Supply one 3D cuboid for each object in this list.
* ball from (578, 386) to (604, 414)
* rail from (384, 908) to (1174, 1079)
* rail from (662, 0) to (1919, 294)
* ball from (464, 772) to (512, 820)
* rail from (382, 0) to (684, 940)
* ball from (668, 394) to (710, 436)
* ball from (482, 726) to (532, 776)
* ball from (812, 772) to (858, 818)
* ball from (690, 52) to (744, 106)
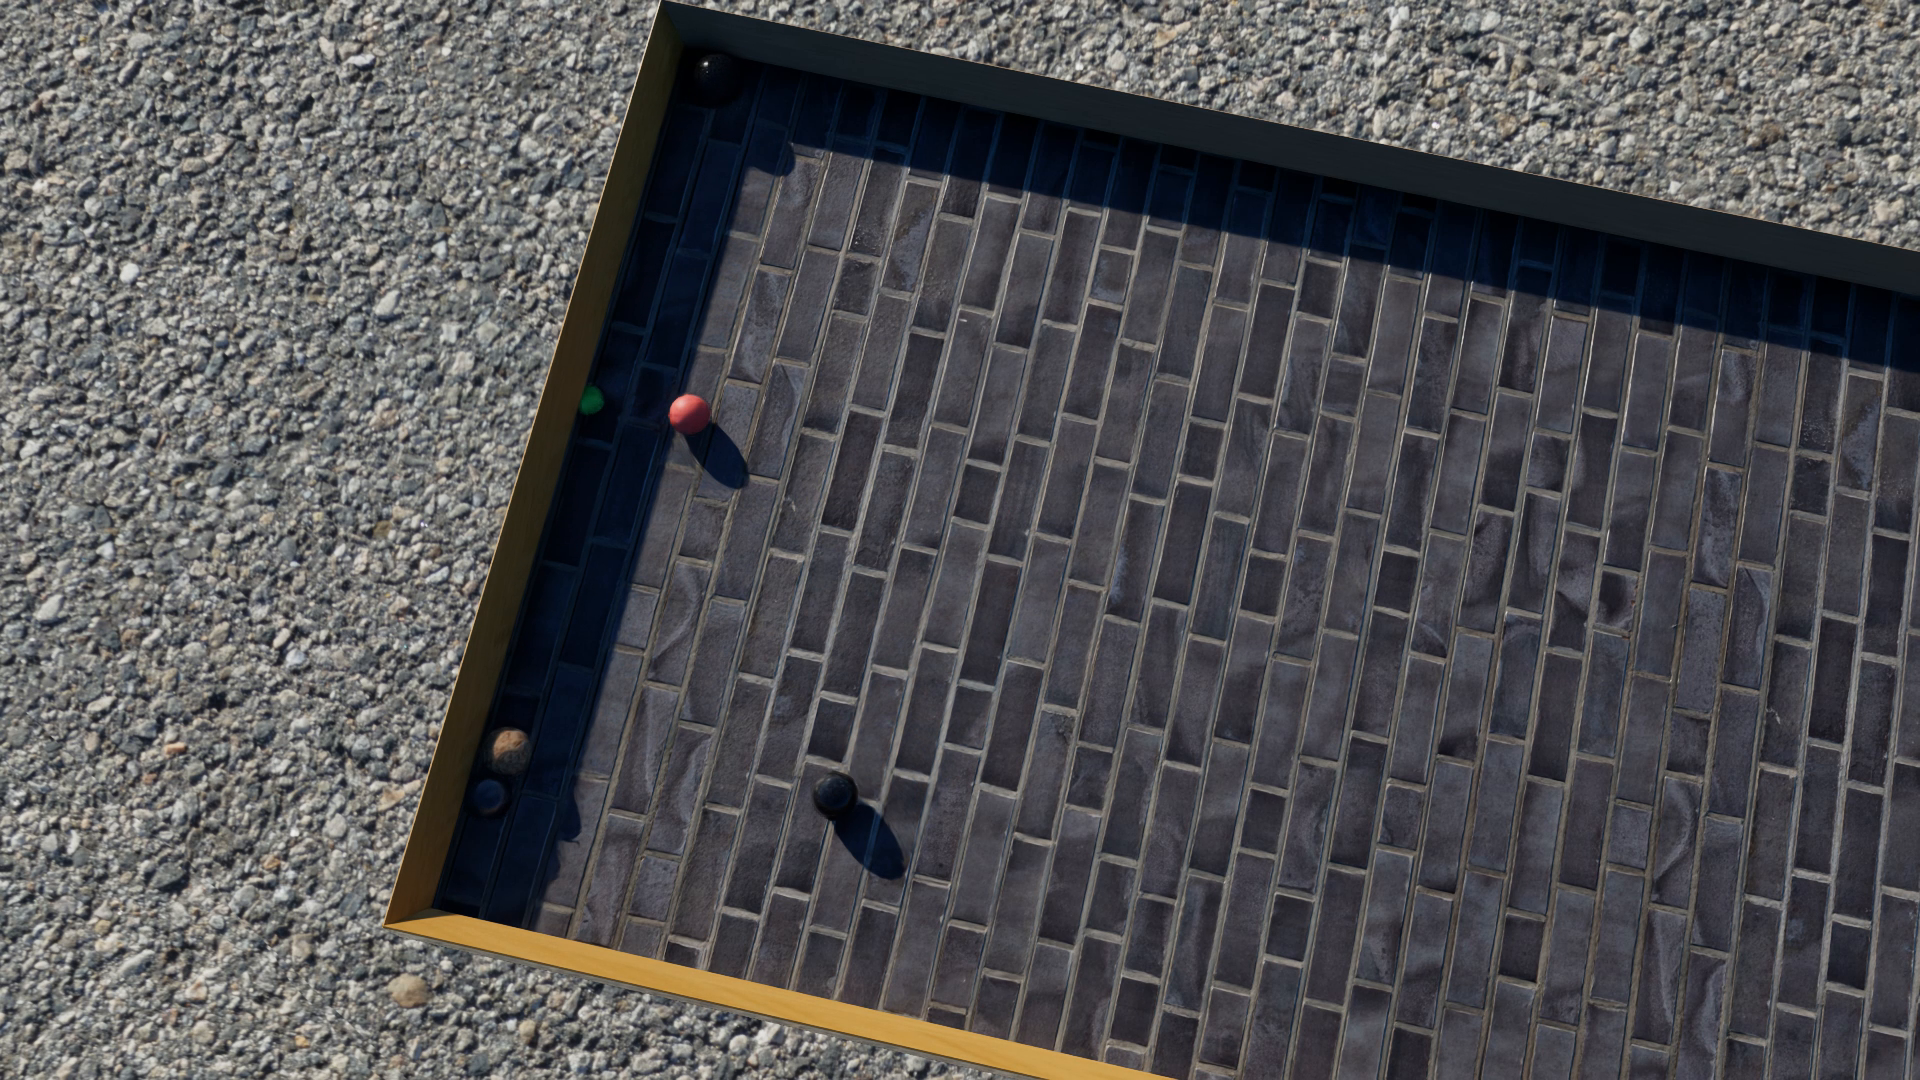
[{"bbox_3d":[-0.583,-0.221,3.463,0.046,0.046,0.046,0,73,0],"label":"ball"},{"bbox_3d":[0.492,0.828,3.105,2.688,0.112,0.045,12,73,4],"label":"rail"},{"bbox_3d":[0.819,-0.560,3.532,2.688,0.112,0.045,12,73,4],"label":"rail"},{"bbox_3d":[-0.700,0.381,3.266,0.071,0.071,0.071,0,73,0],"label":"ball"},{"bbox_3d":[-0.633,-0.143,3.404,0.045,0.112,1.536,12,73,4],"label":"rail"},{"bbox_3d":[-0.425,-0.196,3.447,0.063,0.063,0.063,0,73,0],"label":"ball"},{"bbox_3d":[-0.676,0.315,3.284,0.074,0.074,0.074,0,73,0],"label":"ball"},{"bbox_3d":[-0.185,0.378,3.267,0.069,0.069,0.069,0,73,0],"label":"ball"},{"bbox_3d":[-0.399,-0.755,3.607,0.086,0.086,0.086,0,73,0],"label":"ball"}]
